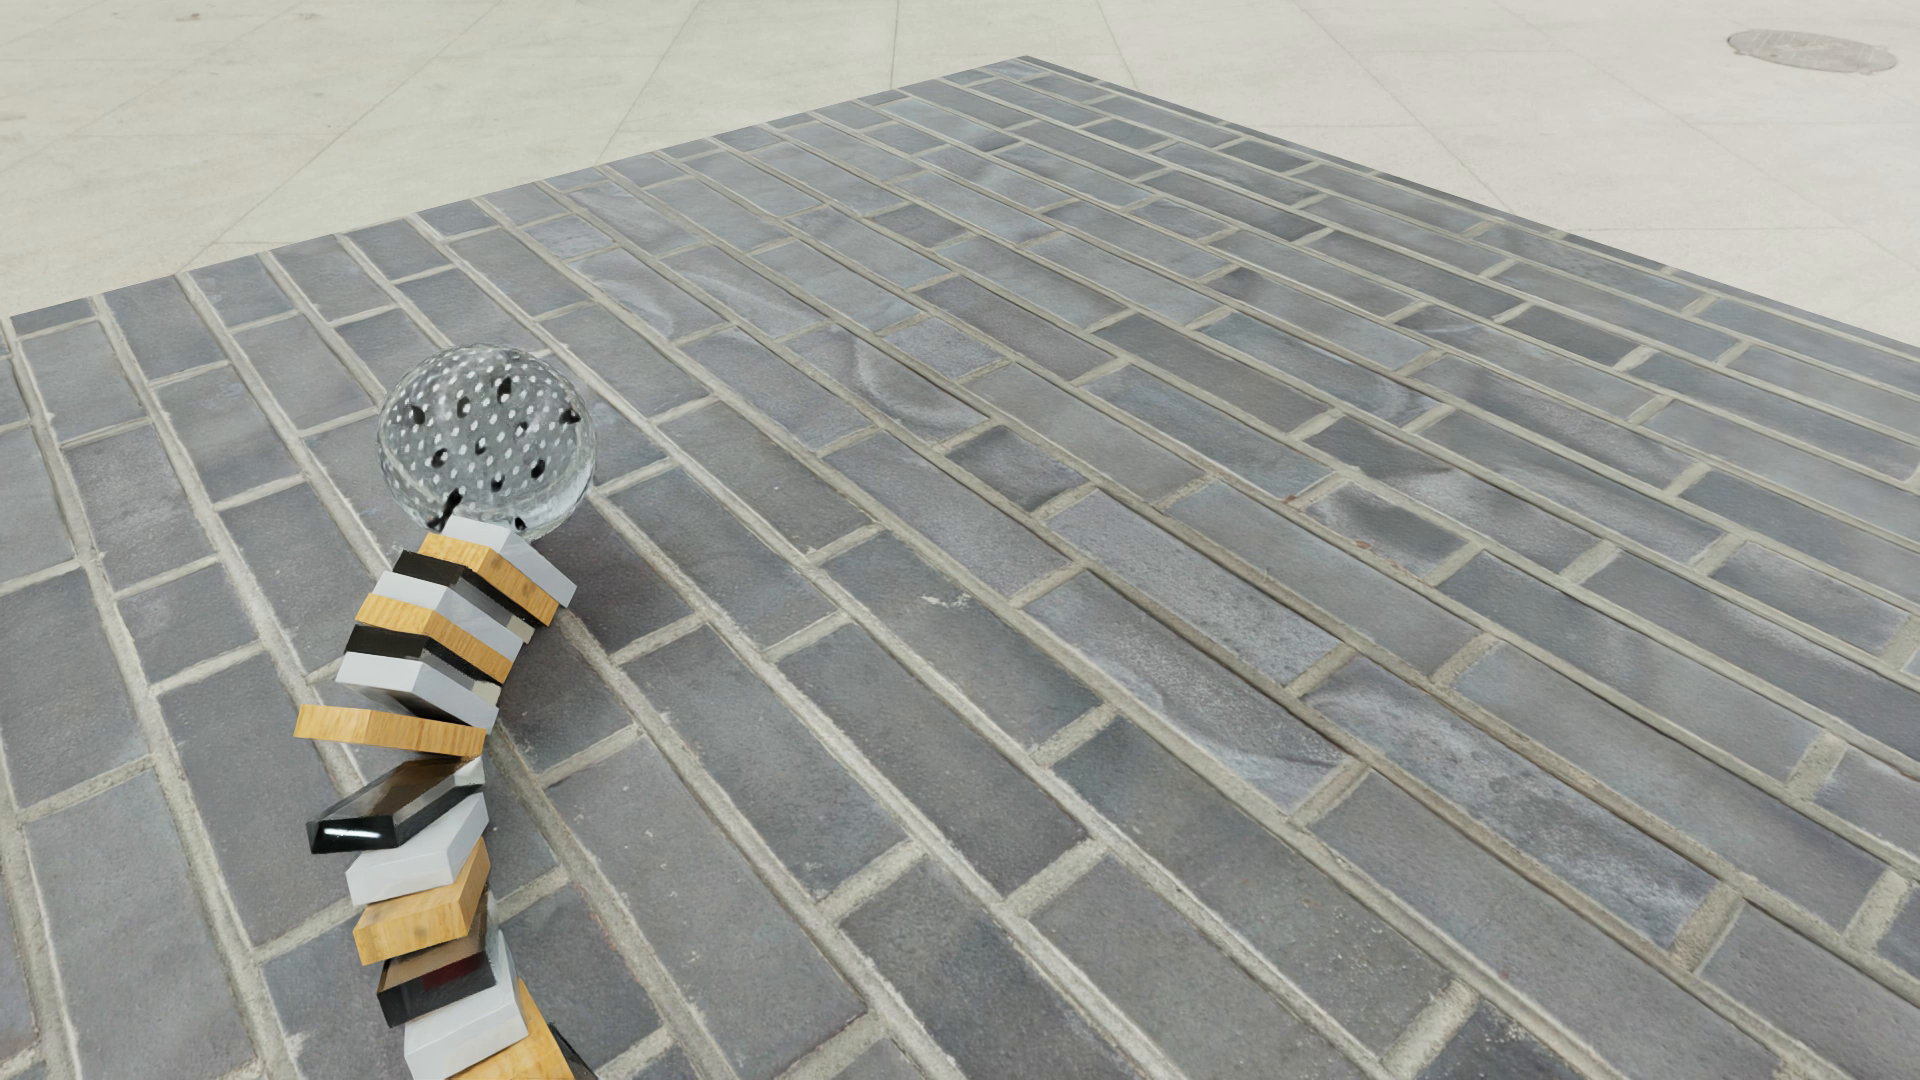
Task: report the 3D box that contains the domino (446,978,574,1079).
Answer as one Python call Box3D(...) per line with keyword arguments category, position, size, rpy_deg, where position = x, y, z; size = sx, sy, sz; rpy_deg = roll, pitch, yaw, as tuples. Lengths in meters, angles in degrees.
Box3D(category="domino", position=(-0.113, 0.126, 0.269), size=(0.025, 0.009, 0.050), rpy_deg=(-27, 13, -29))

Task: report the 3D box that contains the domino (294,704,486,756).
Box3D(category="domino", position=(-0.174, 0.059, 0.339), size=(0.025, 0.050, 0.010), rpy_deg=(2, 75, 16))

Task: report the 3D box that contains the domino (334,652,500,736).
Box3D(category="domino", position=(-0.172, 0.050, 0.351), size=(0.025, 0.050, 0.009), rpy_deg=(6, 66, 8))

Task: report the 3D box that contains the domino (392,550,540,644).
Box3D(category="domino", position=(-0.173, 0.021, 0.387), size=(0.025, 0.050, 0.010), rpy_deg=(12, 67, 15))

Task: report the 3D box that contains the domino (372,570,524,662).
Box3D(category="domino", position=(-0.175, 0.027, 0.379), size=(0.025, 0.050, 0.009), rpy_deg=(12, 67, 15))

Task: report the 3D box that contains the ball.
Box3D(category="ball", position=(-0.185, -0.036, 0.432), size=(0.080, 0.080, 0.080), rpy_deg=(0, 39, 0))

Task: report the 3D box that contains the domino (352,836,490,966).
Box3D(category="domino", position=(-0.147, 0.098, 0.303), size=(0.025, 0.009, 0.050), rpy_deg=(-13, 8, -15))

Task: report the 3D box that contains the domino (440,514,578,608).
Box3D(category="domino", position=(-0.164, 0.009, 0.402), size=(0.025, 0.050, 0.009), rpy_deg=(12, 67, 15))

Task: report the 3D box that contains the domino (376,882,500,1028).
Box3D(category="domino", position=(-0.137, 0.108, 0.291), size=(0.025, 0.010, 0.050), rpy_deg=(-18, 9, -20))

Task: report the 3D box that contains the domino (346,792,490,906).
Box3D(category="domino", position=(-0.154, 0.088, 0.316), size=(0.025, 0.010, 0.050), rpy_deg=(-10, 7, -12))

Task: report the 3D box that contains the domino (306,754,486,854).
Box3D(category="domino", position=(-0.166, 0.078, 0.327), size=(0.025, 0.009, 0.050), rpy_deg=(-5, 7, 4))

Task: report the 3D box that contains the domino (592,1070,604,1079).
Box3D(category="domino", position=(-0.083, 0.141, 0.251), size=(0.050, 0.010, 0.025), rpy_deg=(-6, 25, 49))

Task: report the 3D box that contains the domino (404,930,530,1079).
Box3D(category="domino", position=(-0.126, 0.118, 0.279), size=(0.025, 0.009, 0.050), rpy_deg=(-22, 11, -24))

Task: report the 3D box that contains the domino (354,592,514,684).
Box3D(category="domino", position=(-0.176, 0.034, 0.370), size=(0.025, 0.050, 0.009), rpy_deg=(12, 67, 15))

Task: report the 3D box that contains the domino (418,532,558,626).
Box3D(category="domino", position=(-0.168, 0.015, 0.394), size=(0.025, 0.050, 0.009), rpy_deg=(12, 67, 15))

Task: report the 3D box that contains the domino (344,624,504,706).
Box3D(category="domino", position=(-0.174, 0.043, 0.360), size=(0.025, 0.050, 0.009), rpy_deg=(7, 66, 8))

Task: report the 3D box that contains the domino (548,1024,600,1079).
Box3D(category="domino", position=(-0.099, 0.134, 0.259), size=(0.025, 0.010, 0.050), rpy_deg=(-31, 16, -32))
